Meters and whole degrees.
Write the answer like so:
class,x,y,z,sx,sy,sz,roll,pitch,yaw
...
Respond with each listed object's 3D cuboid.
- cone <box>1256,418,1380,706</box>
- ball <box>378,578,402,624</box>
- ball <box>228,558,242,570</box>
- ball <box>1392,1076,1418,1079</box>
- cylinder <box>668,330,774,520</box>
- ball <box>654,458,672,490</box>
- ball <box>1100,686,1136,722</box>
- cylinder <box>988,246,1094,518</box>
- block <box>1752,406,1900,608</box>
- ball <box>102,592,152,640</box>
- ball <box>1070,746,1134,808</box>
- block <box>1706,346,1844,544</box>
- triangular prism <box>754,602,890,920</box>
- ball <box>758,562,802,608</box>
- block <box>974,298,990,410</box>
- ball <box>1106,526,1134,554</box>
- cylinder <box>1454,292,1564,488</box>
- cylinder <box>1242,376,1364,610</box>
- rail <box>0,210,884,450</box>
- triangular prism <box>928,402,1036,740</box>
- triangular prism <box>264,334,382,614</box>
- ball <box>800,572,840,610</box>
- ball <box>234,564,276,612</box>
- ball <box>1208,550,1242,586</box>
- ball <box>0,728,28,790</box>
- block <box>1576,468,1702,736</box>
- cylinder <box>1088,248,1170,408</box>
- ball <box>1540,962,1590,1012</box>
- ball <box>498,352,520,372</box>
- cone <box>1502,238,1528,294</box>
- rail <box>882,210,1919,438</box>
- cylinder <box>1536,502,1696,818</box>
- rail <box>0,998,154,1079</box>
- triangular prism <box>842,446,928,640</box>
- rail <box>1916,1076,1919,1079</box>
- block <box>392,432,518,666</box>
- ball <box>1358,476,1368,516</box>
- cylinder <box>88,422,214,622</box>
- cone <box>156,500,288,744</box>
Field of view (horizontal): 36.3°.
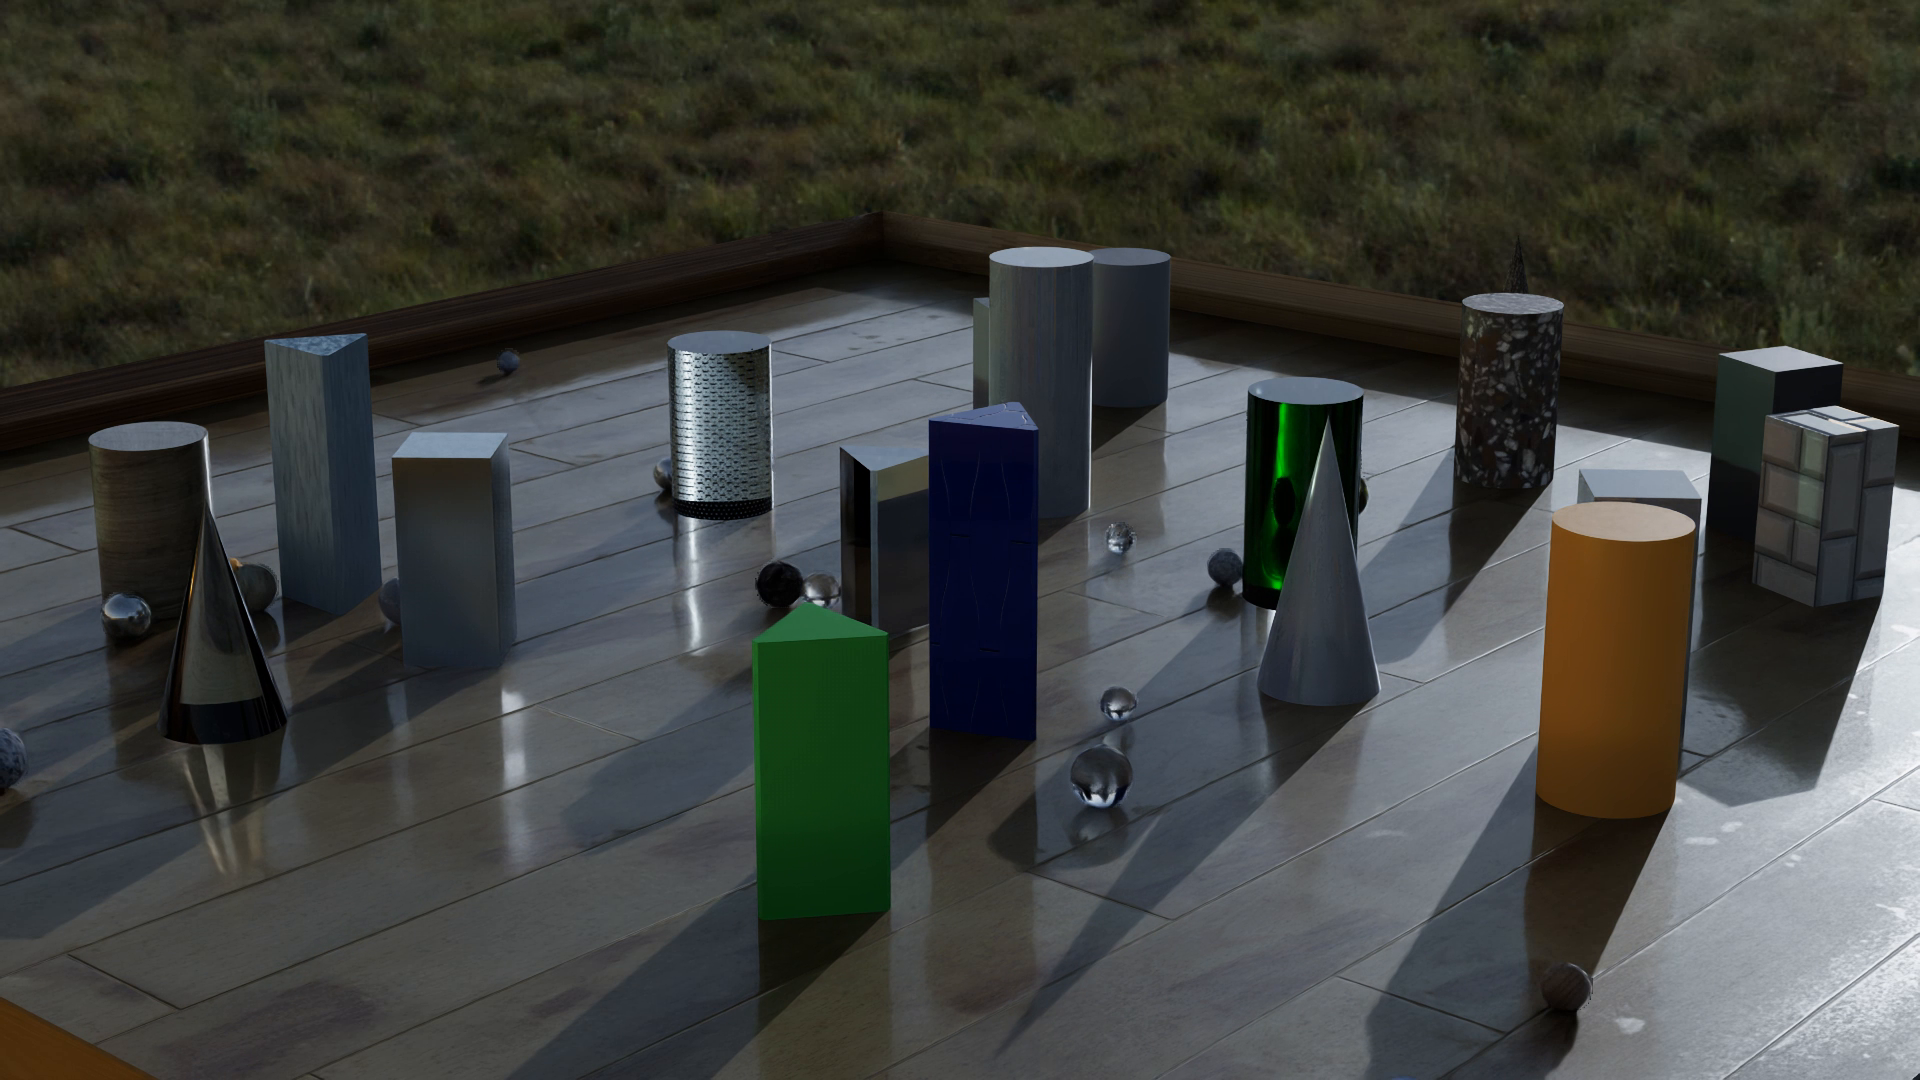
class,x,y,z,sx,sy,sz,roll,pitch,yaw
cone,0.573,0.019,4.621,0.198,0.444,0.198,0,17,0
ball,-0.943,0.103,4.970,0.082,0.082,0.082,0,17,0
ball,-1.289,0.058,5.170,0.053,0.053,0.053,0,17,0
ball,0.489,0.630,3.219,0.082,0.082,0.082,0,17,0
cylinder,-0.458,-0.221,5.624,0.198,0.325,0.198,0,17,0
ball,-0.572,-0.131,5.775,0.064,0.064,0.064,0,17,0
ball,0.244,0.252,4.520,0.055,0.055,0.055,0,17,0
cylinder,0.154,-0.303,5.615,0.198,0.486,0.198,0,17,0
block,1.511,-0.060,5.123,0.158,0.306,0.158,-8,19,-25
ball,-1.391,0.127,4.891,0.081,0.081,0.081,0,17,0
ball,0.202,0.337,4.178,0.090,0.090,0.090,0,17,0
block,1.516,-0.176,5.463,0.158,0.331,0.158,-8,18,-24
triangular prism,-0.189,0.286,3.844,0.171,0.381,0.148,-3,17,-10
ball,-0.310,0.076,5.062,0.079,0.079,0.079,0,17,0
block,0.127,-0.350,6.108,0.158,0.292,0.158,-5,18,-17
ball,0.292,-0.001,5.365,0.053,0.053,0.053,0,17,0
cylinder,1.090,-0.298,5.833,0.198,0.352,0.198,0,17,0
cylinder,0.592,-0.080,5.077,0.198,0.369,0.198,0,17,0
rail,-1.591,-0.366,6.442,0.045,0.128,4.265,14,22,39
triangular prism,0.059,0.042,4.470,0.171,0.486,0.148,6,18,20
triangular prism,-1.073,-0.122,5.067,0.171,0.456,0.148,15,22,40
ball,-0.240,0.089,5.037,0.069,0.069,0.069,0,17,0
ball,-1.216,0.083,5.034,0.083,0.083,0.083,0,17,0
ball,0.470,0.050,5.175,0.064,0.064,0.064,0,17,0
ball,-1.398,0.316,4.242,0.093,0.093,0.093,0,17,0
block,1.027,0.095,4.484,0.158,0.377,0.158,1,17,3
cylinder,0.362,-0.469,6.463,0.198,0.316,0.198,0,17,0
ball,0.734,0.541,3.554,0.059,0.059,0.059,0,17,0
ball,-1.036,-0.409,6.726,0.048,0.048,0.048,0,17,0
cone,1.151,-0.424,6.108,0.198,0.434,0.198,0,17,0
rail,1.383,-0.427,6.645,4.261,0.128,0.045,14,22,39
cylinder,0.932,0.169,4.180,0.198,0.410,0.198,0,17,0
rail,-1.383,0.492,3.595,4.261,0.128,0.045,14,22,39
triangular prism,-0.143,-0.002,4.942,0.148,0.299,0.171,13,21,38
rail,1.591,0.431,3.797,0.045,0.128,4.265,14,22,39
block,-0.824,0.014,4.796,0.158,0.351,0.158,0,17,2
ball,0.725,-0.085,5.563,0.099,0.099,0.099,0,17,0
cylinder,-1.384,-0.034,5.042,0.198,0.301,0.198,0,17,0
cone,-1.137,0.108,4.470,0.198,0.359,0.198,0,17,0
